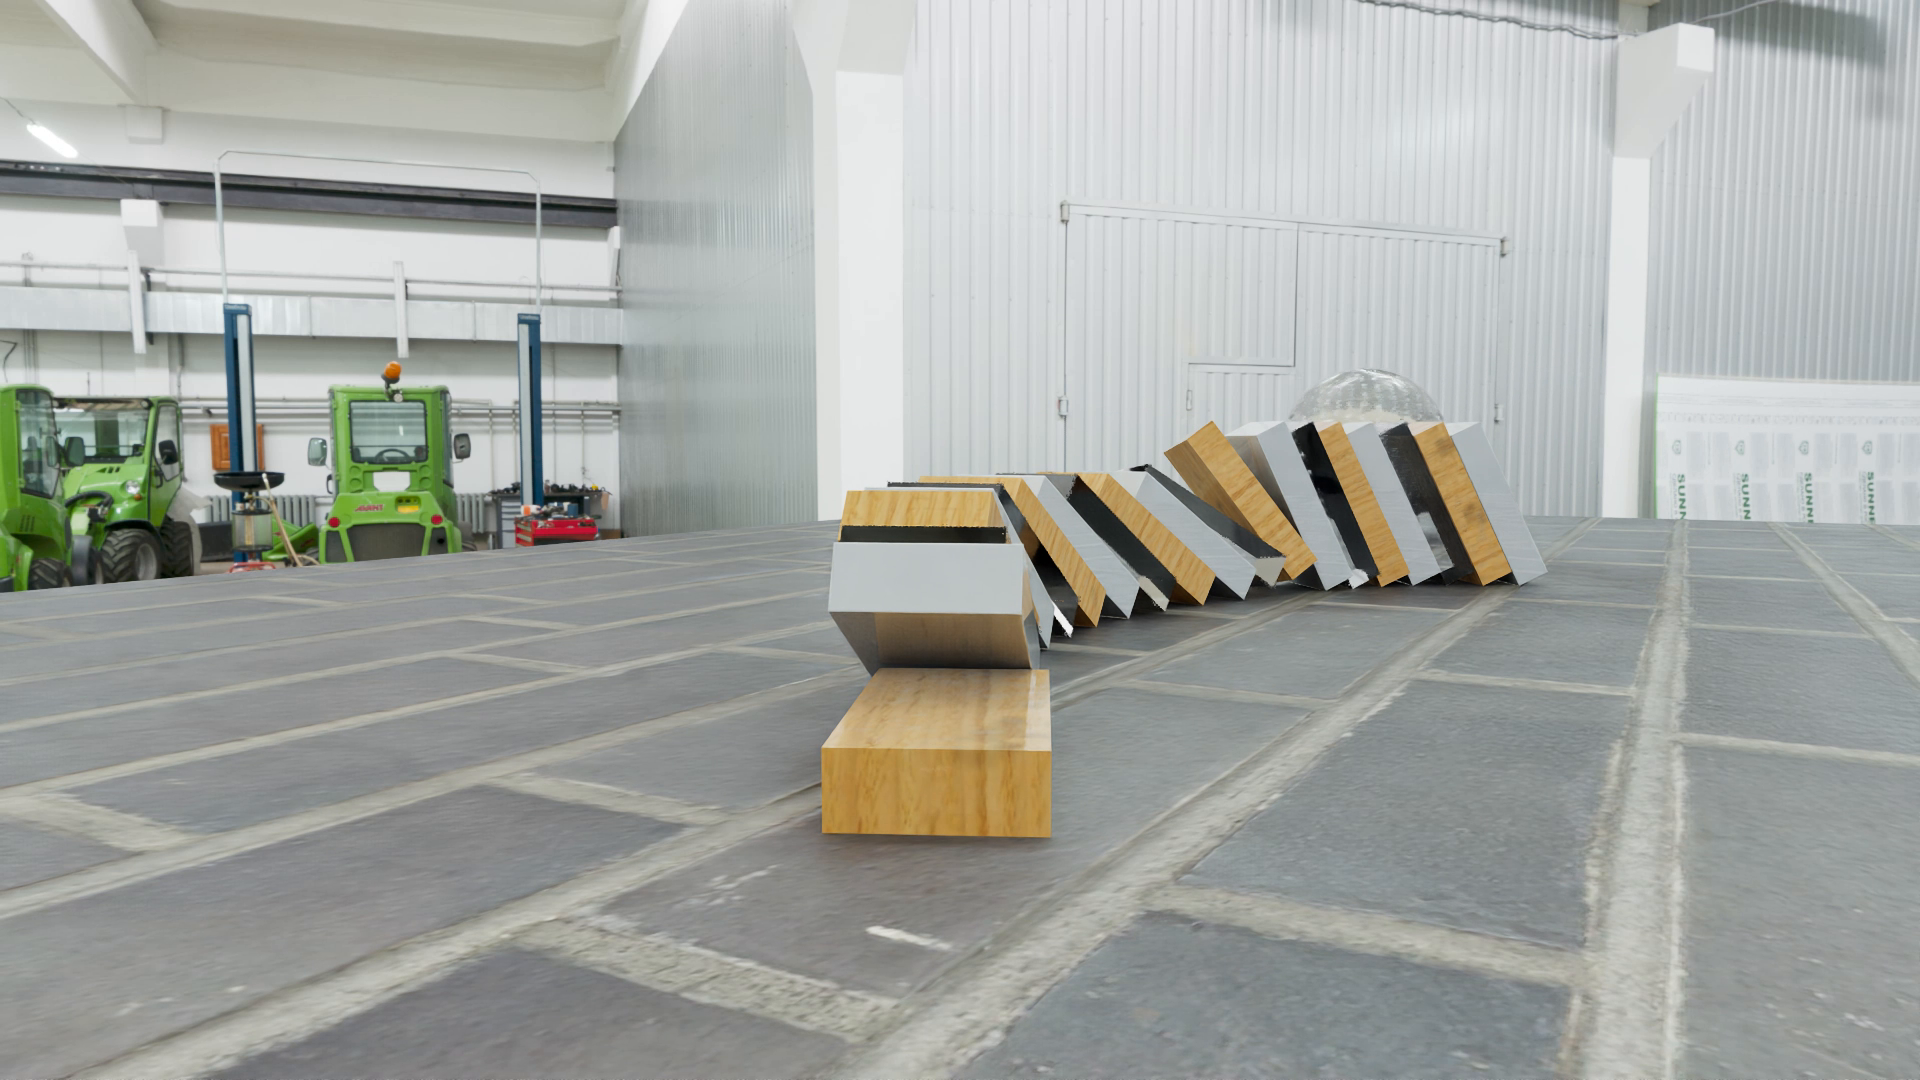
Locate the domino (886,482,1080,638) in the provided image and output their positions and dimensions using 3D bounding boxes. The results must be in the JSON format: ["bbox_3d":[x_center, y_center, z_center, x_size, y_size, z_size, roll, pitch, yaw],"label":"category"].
[{"bbox_3d":[0.005,0.005,0.270,0.025,0.010,0.050,2,-28,26],"label":"domino"}]

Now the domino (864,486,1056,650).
[{"bbox_3d":[0.000,0.006,0.251,0.025,0.010,0.050,2,-27,19],"label":"domino"}]

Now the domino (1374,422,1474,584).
[{"bbox_3d":[0.140,-0.012,0.397,0.010,0.050,0.025,-26,4,1],"label":"domino"}]

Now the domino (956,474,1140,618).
[{"bbox_3d":[0.020,0.002,0.304,0.025,0.009,0.050,3,-28,38],"label":"domino"}]

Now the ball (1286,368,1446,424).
[{"bbox_3d":[0.202,-0.046,0.641,0.080,0.080,0.080,0,4,0],"label":"ball"}]

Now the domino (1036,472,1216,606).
[{"bbox_3d":[0.042,0.000,0.334,0.025,0.010,0.050,5,-27,50],"label":"domino"}]

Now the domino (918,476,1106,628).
[{"bbox_3d":[0.012,0.003,0.288,0.025,0.010,0.050,3,-29,31],"label":"domino"}]

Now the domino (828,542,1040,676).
[{"bbox_3d":[-0.002,0.014,0.189,0.025,0.010,0.050,0,-20,6],"label":"domino"}]

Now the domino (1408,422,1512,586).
[{"bbox_3d":[0.150,-0.012,0.396,0.009,0.050,0.025,-26,4,1],"label":"domino"}]

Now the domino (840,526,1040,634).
[{"bbox_3d":[-0.002,0.012,0.212,0.025,0.010,0.050,1,-21,10],"label":"domino"}]

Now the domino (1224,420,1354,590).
[{"bbox_3d":[0.097,-0.011,0.381,0.009,0.050,0.025,-27,8,-7],"label":"domino"}]

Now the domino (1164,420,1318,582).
[{"bbox_3d":[0.082,-0.010,0.378,0.009,0.050,0.025,-37,0,-8],"label":"domino"}]

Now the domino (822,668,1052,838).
[{"bbox_3d":[-0.001,0.026,0.164,0.025,0.010,0.050,0,4,4],"label":"domino"}]

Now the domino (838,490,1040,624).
[{"bbox_3d":[-0.002,0.008,0.232,0.025,0.010,0.050,1,-28,14],"label":"domino"}]

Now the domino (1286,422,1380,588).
[{"bbox_3d":[0.107,-0.011,0.387,0.009,0.050,0.025,-27,8,-6],"label":"domino"}]

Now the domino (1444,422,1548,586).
[{"bbox_3d":[0.161,-0.012,0.395,0.010,0.050,0.025,-26,4,1],"label":"domino"}]

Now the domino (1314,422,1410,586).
[{"bbox_3d":[0.119,-0.011,0.392,0.010,0.050,0.025,-26,4,1],"label":"domino"}]

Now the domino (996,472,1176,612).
[{"bbox_3d":[0.030,0.001,0.320,0.025,0.010,0.050,4,-28,43],"label":"domino"}]

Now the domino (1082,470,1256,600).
[{"bbox_3d":[0.055,-0.001,0.347,0.050,0.010,0.025,37,-18,-32],"label":"domino"}]

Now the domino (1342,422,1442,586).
[{"bbox_3d":[0.129,-0.012,0.396,0.009,0.050,0.025,-26,4,1],"label":"domino"}]

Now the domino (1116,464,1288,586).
[{"bbox_3d":[0.065,-0.003,0.363,0.050,0.010,0.025,32,-13,-16],"label":"domino"}]
